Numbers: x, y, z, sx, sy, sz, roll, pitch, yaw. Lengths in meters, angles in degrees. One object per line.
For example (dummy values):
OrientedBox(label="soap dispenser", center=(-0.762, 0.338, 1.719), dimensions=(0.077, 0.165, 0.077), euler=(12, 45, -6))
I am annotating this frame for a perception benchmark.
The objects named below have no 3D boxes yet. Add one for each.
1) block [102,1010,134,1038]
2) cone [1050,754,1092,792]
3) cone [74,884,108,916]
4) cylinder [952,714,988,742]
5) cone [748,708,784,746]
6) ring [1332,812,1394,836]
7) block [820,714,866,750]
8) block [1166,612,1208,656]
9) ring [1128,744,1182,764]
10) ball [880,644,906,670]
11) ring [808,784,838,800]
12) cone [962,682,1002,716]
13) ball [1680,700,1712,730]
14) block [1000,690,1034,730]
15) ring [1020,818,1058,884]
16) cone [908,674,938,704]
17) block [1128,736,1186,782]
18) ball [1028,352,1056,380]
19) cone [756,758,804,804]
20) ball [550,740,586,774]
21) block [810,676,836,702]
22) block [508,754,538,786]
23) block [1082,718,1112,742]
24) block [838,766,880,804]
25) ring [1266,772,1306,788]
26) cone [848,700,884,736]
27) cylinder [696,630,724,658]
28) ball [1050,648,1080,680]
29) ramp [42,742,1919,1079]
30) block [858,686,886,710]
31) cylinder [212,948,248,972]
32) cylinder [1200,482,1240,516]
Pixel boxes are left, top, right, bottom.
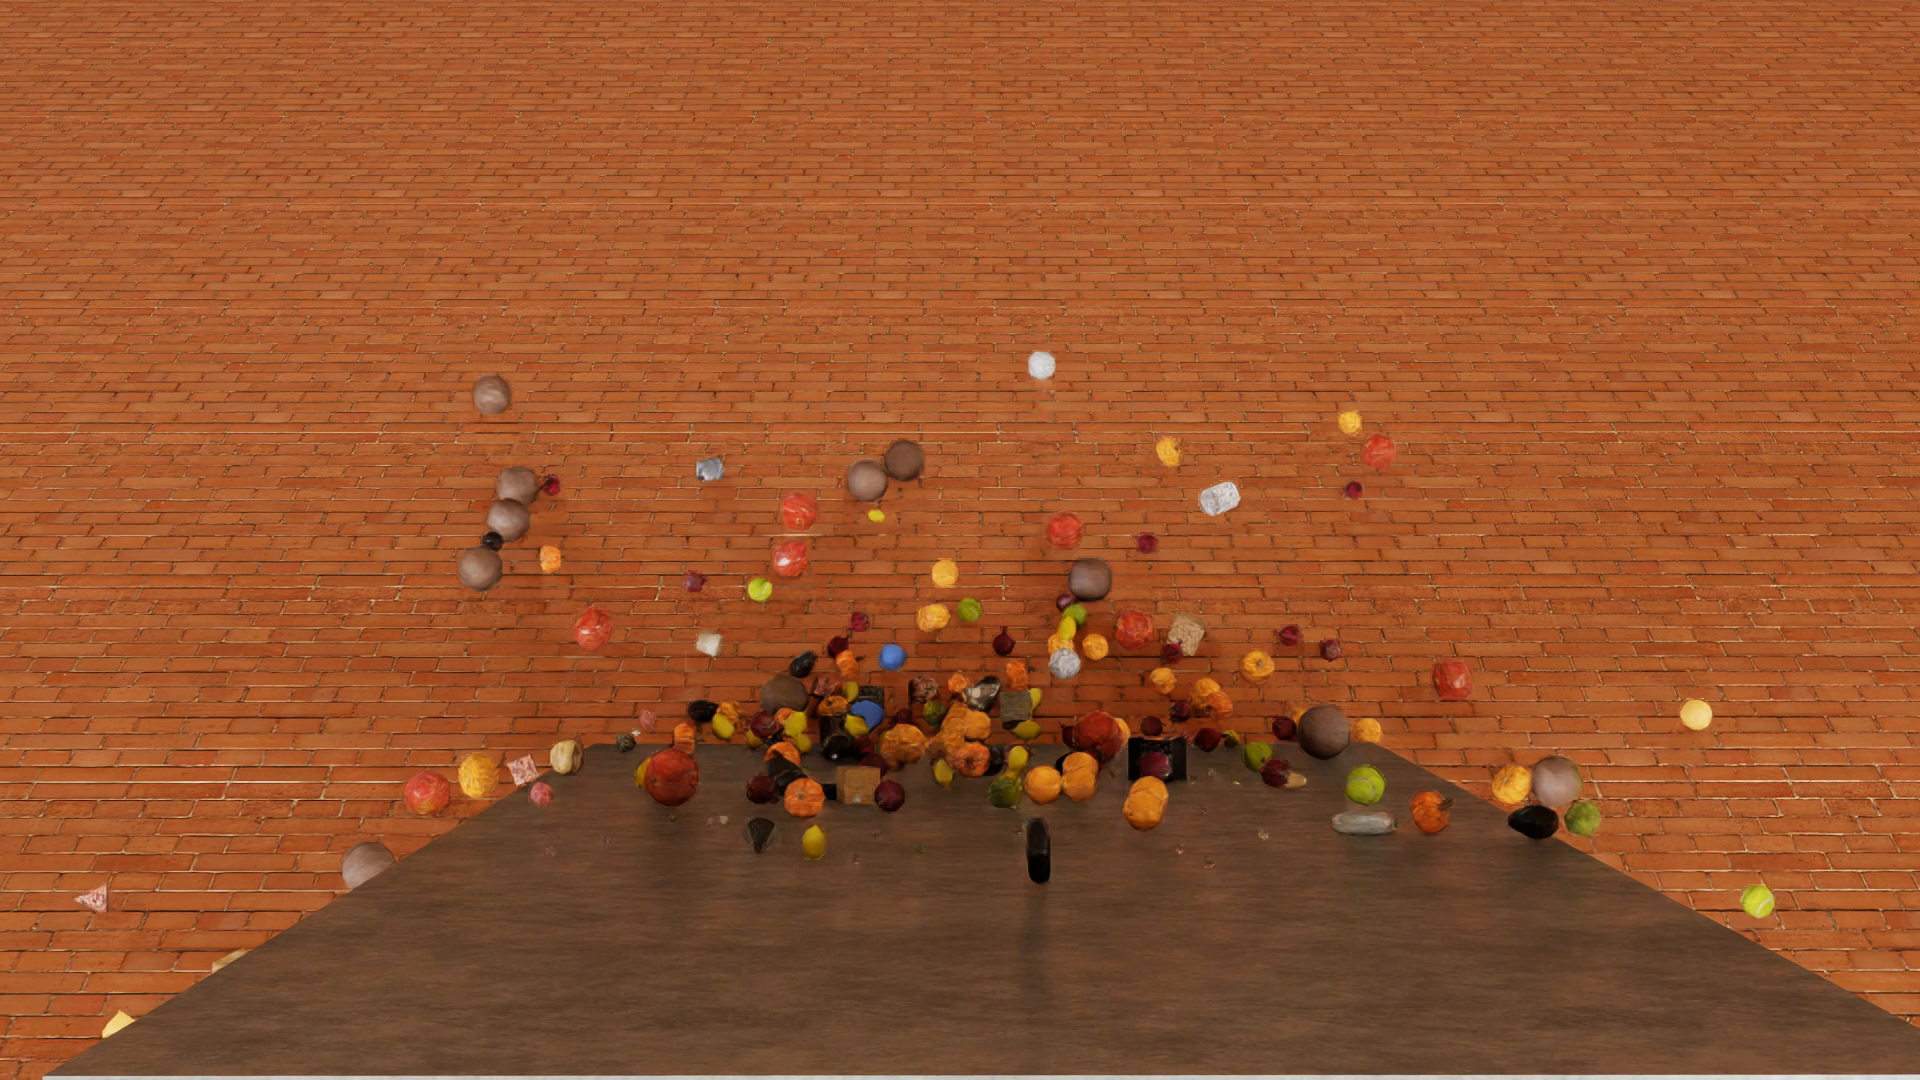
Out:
OrientedBox(label="block", center=(-1.842, 1.081, 5.683), dimensions=(0.058, 0.058, 0.058), euler=(35, 60, 3))
OrientedBox(label="cone", center=(0.246, 0.507, 5.407), dimensions=(0.092, 0.092, 0.092), euler=(-8, 15, -14))
OrientedBox(label="cone", center=(-2.060, 0.852, 6.125), dimensions=(0.076, 0.076, 0.076), euler=(2, 28, -13))
OrientedBox(label="cylinder", center=(0.028, 0.492, 6.774), dimensions=(0.070, 0.070, 0.070), euler=(4, 27, 31))
OrientedBox(label="cone", center=(-0.496, 0.474, 6.615), dimensions=(0.095, 0.095, 0.095), euler=(0, 0, 0))
OrientedBox(label="ring", center=(0.731, 0.514, 4.692), dimensions=(0.110, 0.037, 0.110), euler=(-1, -1, 0))
OrientedBox(label="block", center=(-0.294, 0.481, 6.478), dimensions=(0.082, 0.082, 0.082), euler=(0, 0, -36))
OrientedBox(label="block", center=(0.627, 0.258, 7.148), dimensions=(0.085, 0.085, 0.085), euler=(25, 10, 8))
OrientedBox(label="ring", center=(0.459, 0.503, 6.073), dimensions=(0.130, 0.043, 0.130), euler=(-1, 1, 0))
OrientedBox(label="ball", center=(-0.179, 0.314, 6.914), dimensions=(0.071, 0.071, 0.071), euler=(0, 29, 0))
OrientedBox(label="ring", center=(-0.270, 0.516, 5.284), dimensions=(0.081, 0.027, 0.081), euler=(-1, 1, 0))
OrientedBox(label="cone", center=(0.076, 0.402, 6.852), dimensions=(0.099, 0.099, 0.099), euler=(-39, 25, 23))
OrientedBox(label="ball", center=(1.947, 0.462, 6.834), dimensions=(0.081, 0.081, 0.081), euler=(0, 29, 0))
OrientedBox(label="block", center=(0.149, 0.448, 6.811), dimensions=(0.078, 0.078, 0.078), euler=(-5, 70, 6))
OrientedBox(label="ring", center=(0.122, 0.480, 3.991), dimensions=(0.034, 0.101, 0.101), euler=(-15, 23, 23))
OrientedBox(label="cone", center=(-0.117, 0.384, 6.923), dimensions=(0.087, 0.087, 0.087), euler=(-9, 64, 20))
OrientedBox(label="block", center=(0.434, 0.480, 5.680), dimensions=(0.092, 0.092, 0.092), euler=(0, 0, 33))
OrientedBox(label="ball", center=(0.275, -0.589, 8.717), dimensions=(0.095, 0.095, 0.095), euler=(0, 29, 0))
OrientedBox(label="cone", center=(-0.371, 0.508, 5.218), dimensions=(0.098, 0.098, 0.098), euler=(3, 27, 5))
OrientedBox(label="ball", center=(-0.879, 0.487, 5.793), dimensions=(0.079, 0.079, 0.079), euler=(0, 29, 0))
OrientedBox(label="block", center=(-0.366, 0.398, 6.916), dimensions=(0.050, 0.050, 0.050), euler=(22, -14, -14))
OrientedBox(label="block", center=(-0.983, 0.516, 5.818), dimensions=(0.054, 0.054, 0.054), euler=(-21, 1, -9))
OrientedBox(label="block", center=(0.355, 0.492, 6.671), dimensions=(0.057, 0.057, 0.057), euler=(0, 0, 32))
OrientedBox(label="block", center=(-0.205, 0.494, 5.213), dimensions=(0.072, 0.072, 0.072), euler=(0, 0, -15))
OrientedBox(label="ring", center=(0.697, 0.514, 5.518), dimensions=(0.084, 0.028, 0.084), euler=(-1, 1, 0))
OrientedBox(label="cone", center=(-0.250, 0.490, 6.784), dimensions=(0.096, 0.096, 0.096), euler=(2, 39, 4))
OrientedBox(label="cylinder", center=(-0.684, 0.284, 7.089), dimensions=(0.059, 0.059, 0.059), euler=(17, 32, 10))
OrientedBox(label="ball", center=(0.278, 0.329, 6.859), dimensions=(0.083, 0.083, 0.083), euler=(0, 29, 0))
OrientedBox(label="ramp", center=(0.065, 0.583, 4.630), dimensions=(2.000, 0.100, 4.000), euler=(0, 0, 0))
OrientedBox(label="block", center=(-0.235, 0.436, 6.896), dimensions=(0.065, 0.065, 0.065), euler=(2, 30, 3))
OrientedBox(label="cylinder", center=(-1.657, 0.981, 5.906), dimensions=(0.072, 0.072, 0.072), euler=(-26, 38, -37))
OrientedBox(label="cylinder", center=(0.793, -0.127, 7.887), dimensions=(0.083, 0.083, 0.083), euler=(-20, 35, -35))
